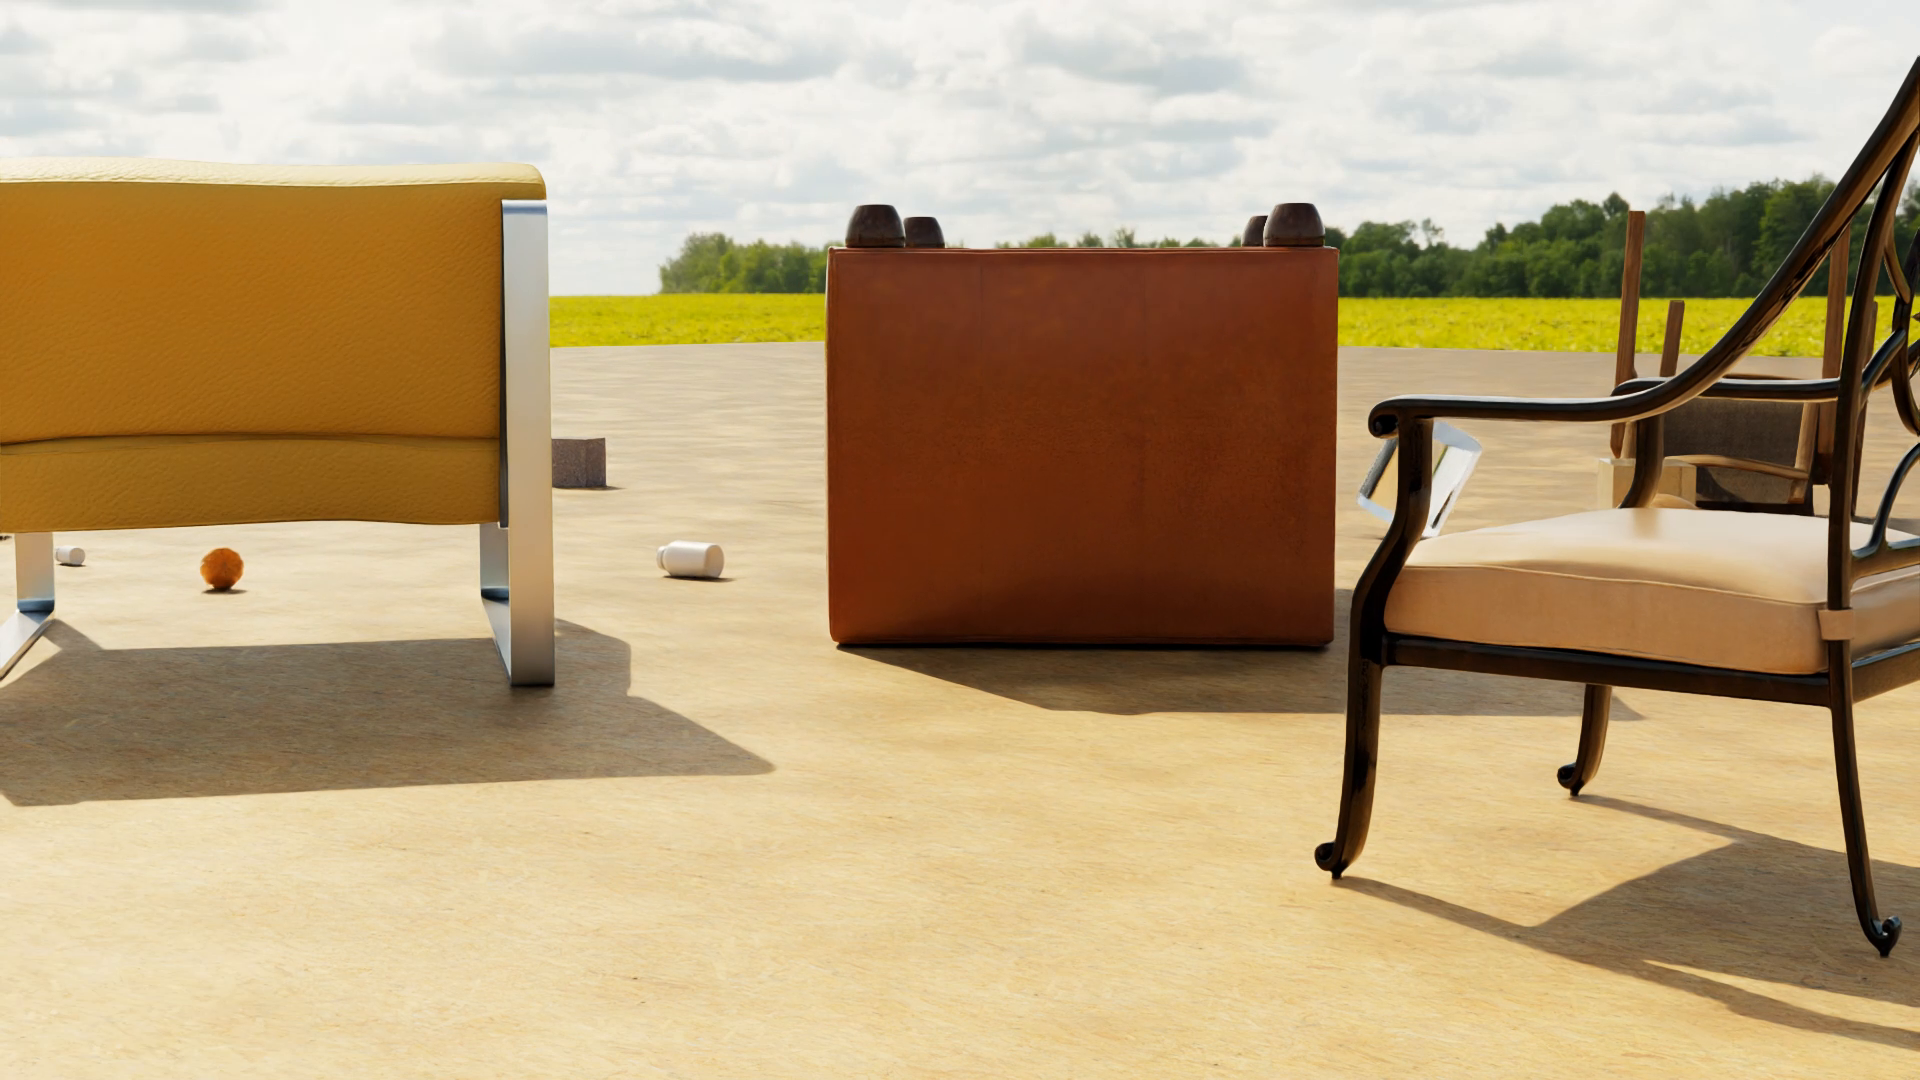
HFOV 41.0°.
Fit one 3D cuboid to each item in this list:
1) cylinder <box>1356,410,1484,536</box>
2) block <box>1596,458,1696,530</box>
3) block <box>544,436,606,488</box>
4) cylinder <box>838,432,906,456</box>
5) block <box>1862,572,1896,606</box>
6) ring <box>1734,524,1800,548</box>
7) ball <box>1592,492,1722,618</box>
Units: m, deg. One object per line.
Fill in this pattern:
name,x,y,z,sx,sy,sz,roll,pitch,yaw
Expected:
cylinder,1.156,-0.167,6.463,0.232,0.252,0.152,22,25,-3
block,1.700,-0.094,6.365,0.197,0.197,0.251,1,6,5
block,-1.209,-0.246,8.066,0.153,0.150,0.112,3,7,26
cylinder,-0.324,-0.351,9.437,0.176,0.072,0.192,-4,16,-31
block,1.849,0.099,5.165,0.053,0.059,0.084,1,6,12
ring,1.976,-0.011,6.278,0.136,0.043,0.161,-14,14,-41
ball,1.339,0.031,4.932,0.242,0.242,0.242,0,6,0
